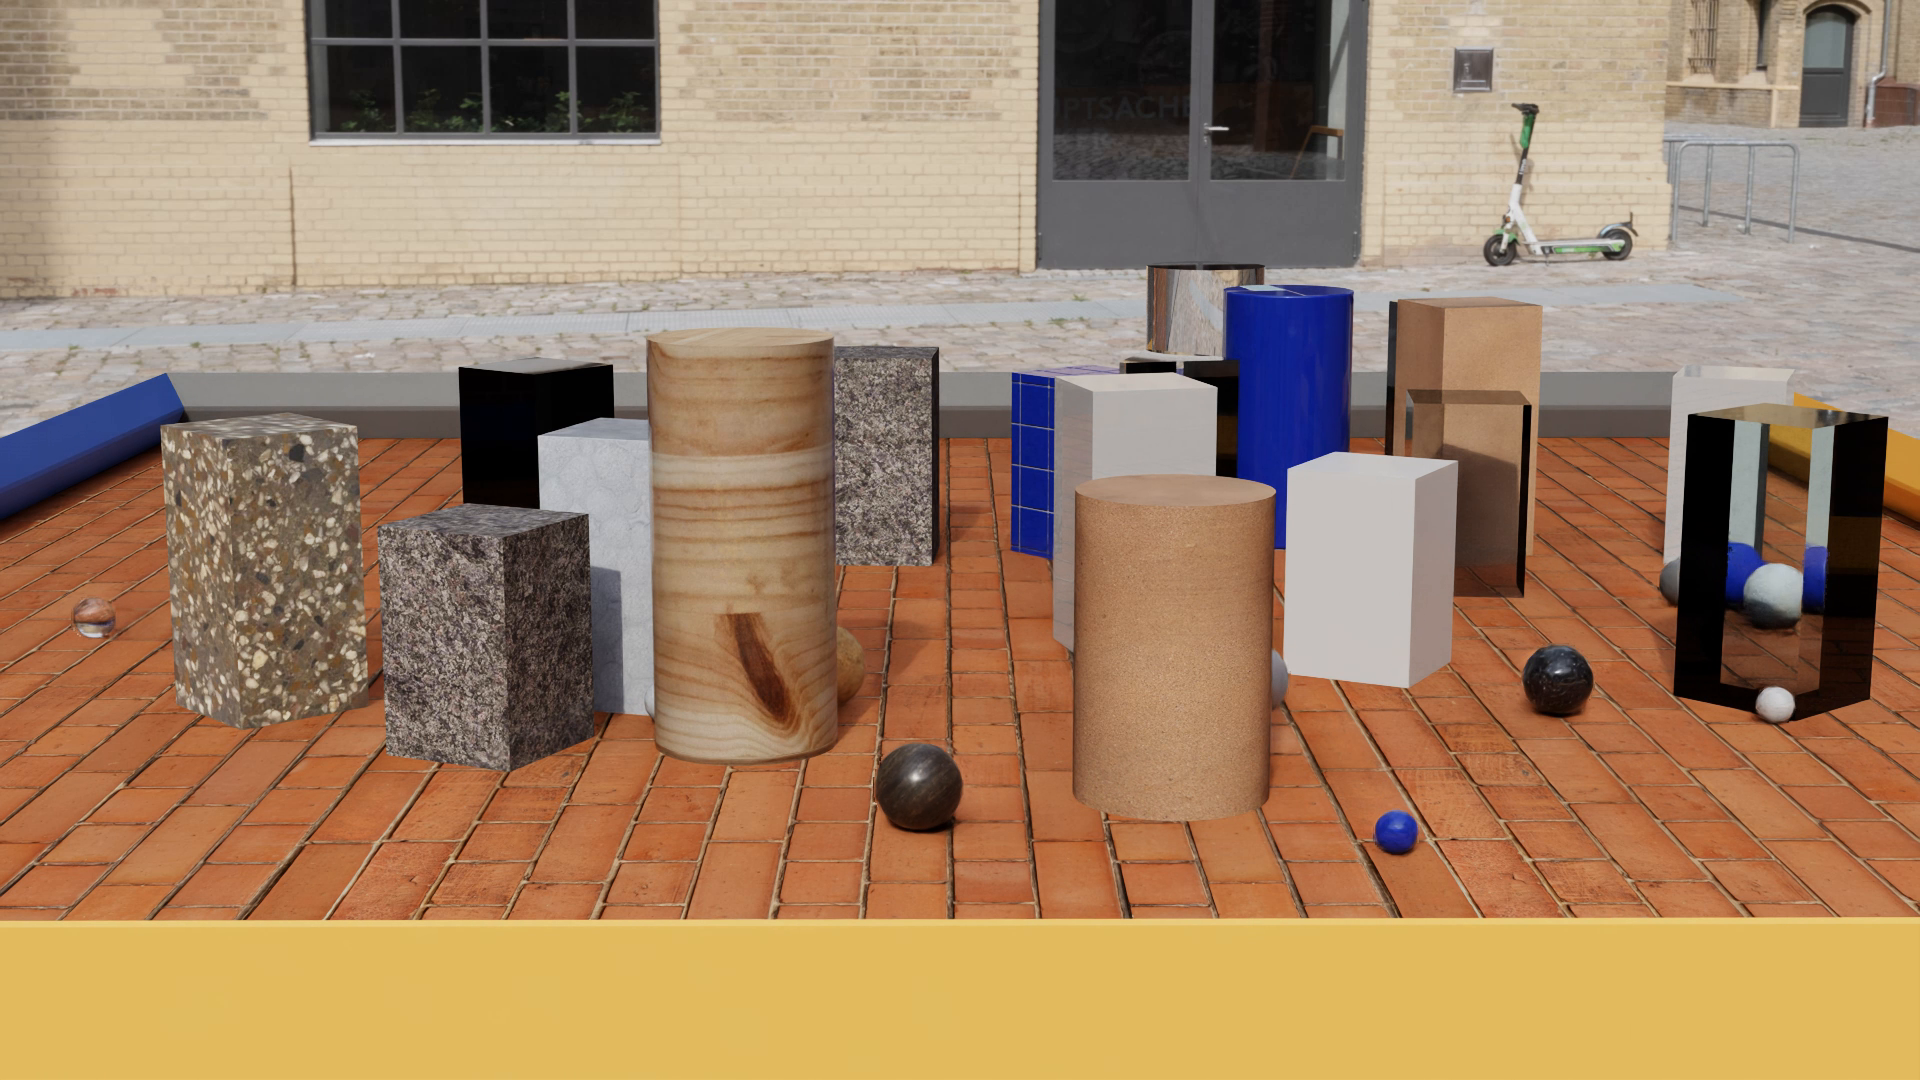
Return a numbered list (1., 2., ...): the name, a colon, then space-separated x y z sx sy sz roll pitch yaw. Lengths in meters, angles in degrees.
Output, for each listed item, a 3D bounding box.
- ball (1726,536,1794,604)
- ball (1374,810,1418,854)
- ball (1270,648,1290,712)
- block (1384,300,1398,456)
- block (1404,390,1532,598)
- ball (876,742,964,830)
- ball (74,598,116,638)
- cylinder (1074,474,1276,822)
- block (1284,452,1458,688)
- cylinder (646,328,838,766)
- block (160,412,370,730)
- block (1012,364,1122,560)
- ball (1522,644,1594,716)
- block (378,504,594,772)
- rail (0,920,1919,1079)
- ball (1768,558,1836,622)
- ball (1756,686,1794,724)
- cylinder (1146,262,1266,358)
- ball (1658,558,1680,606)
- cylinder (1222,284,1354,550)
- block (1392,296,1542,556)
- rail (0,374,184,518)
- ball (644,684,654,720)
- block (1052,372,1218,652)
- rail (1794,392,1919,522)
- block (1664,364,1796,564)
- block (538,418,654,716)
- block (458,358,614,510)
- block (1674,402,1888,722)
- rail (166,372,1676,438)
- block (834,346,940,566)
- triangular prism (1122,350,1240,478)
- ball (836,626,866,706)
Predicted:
1. ball: 1.097 0.042 3.513 0.092 0.092 0.092 0 10 0
2. ball: 0.409 0.273 2.402 0.041 0.041 0.041 0 10 0
3. ball: 0.329 0.158 2.901 0.086 0.086 0.086 0 10 0
4. block: 0.815 -0.220 4.240 0.159 0.342 0.159 -4 11 -22
5. block: 0.711 -0.068 3.616 0.159 0.269 0.159 1 11 6
6. ball: -0.039 0.238 2.473 0.084 0.084 0.084 0 10 0
7. ball: -1.114 0.100 3.303 0.052 0.052 0.052 0 10 0
8. cylinder: 0.214 0.103 2.574 0.199 0.312 0.199 0 10 0
9. block: 0.500 0.033 3.122 0.159 0.251 0.159 6 12 28
10. cylinder: -0.233 0.002 2.759 0.199 0.443 0.199 0 10 0
11. block: -0.793 0.031 2.928 0.159 0.325 0.159 -9 14 -42
12. block: 0.190 -0.116 3.869 0.159 0.272 0.159 -9 14 -40
13. ball: 0.678 0.159 2.912 0.080 0.080 0.080 0 10 0
14. block: -0.508 0.101 2.761 0.159 0.249 0.159 5 12 25
15. rail: 0.009 0.329 1.849 3.110 0.129 0.045 0 10 0
16. ball: 1.116 0.066 3.399 0.086 0.086 0.086 0 10 0
17. ball: 0.914 0.185 2.876 0.042 0.042 0.042 0 10 0
18. cylinder: 0.412 -0.266 4.339 0.199 0.395 0.199 0 10 0
19. ball: 0.987 0.057 3.492 0.068 0.068 0.068 0 10 0
20. cylinder: 0.503 -0.192 3.965 0.199 0.387 0.199 0 10 0
21. block: 0.764 -0.172 3.884 0.159 0.376 0.159 -3 11 -16
22. rail: -1.531 0.035 3.440 0.045 0.129 3.302 0 10 0
23. ball: -0.328 0.181 2.873 0.051 0.051 0.051 0 10 0
24. block: 0.217 -0.030 3.221 0.159 0.339 0.159 -3 11 -15
25. rail: 1.531 0.032 3.457 0.045 0.129 3.302 0 10 0
26. block: 1.144 -0.110 3.813 0.159 0.279 0.159 4 11 22
27. block: -0.376 0.028 2.973 0.159 0.315 0.159 3 11 18
28. block: -0.624 -0.114 3.802 0.159 0.291 0.159 8 13 36
29. block: 0.947 0.021 2.966 0.159 0.332 0.159 -9 14 -40
30. rail: -0.009 -0.263 5.049 3.110 0.129 0.045 0 10 0
31. block: -0.116 -0.128 3.835 0.159 0.307 0.159 1 11 4
32. triangular prism: 0.288 -0.100 3.640 0.172 0.325 0.149 -3 11 -13
33. ball: -0.157 0.145 2.938 0.098 0.098 0.098 0 10 0
